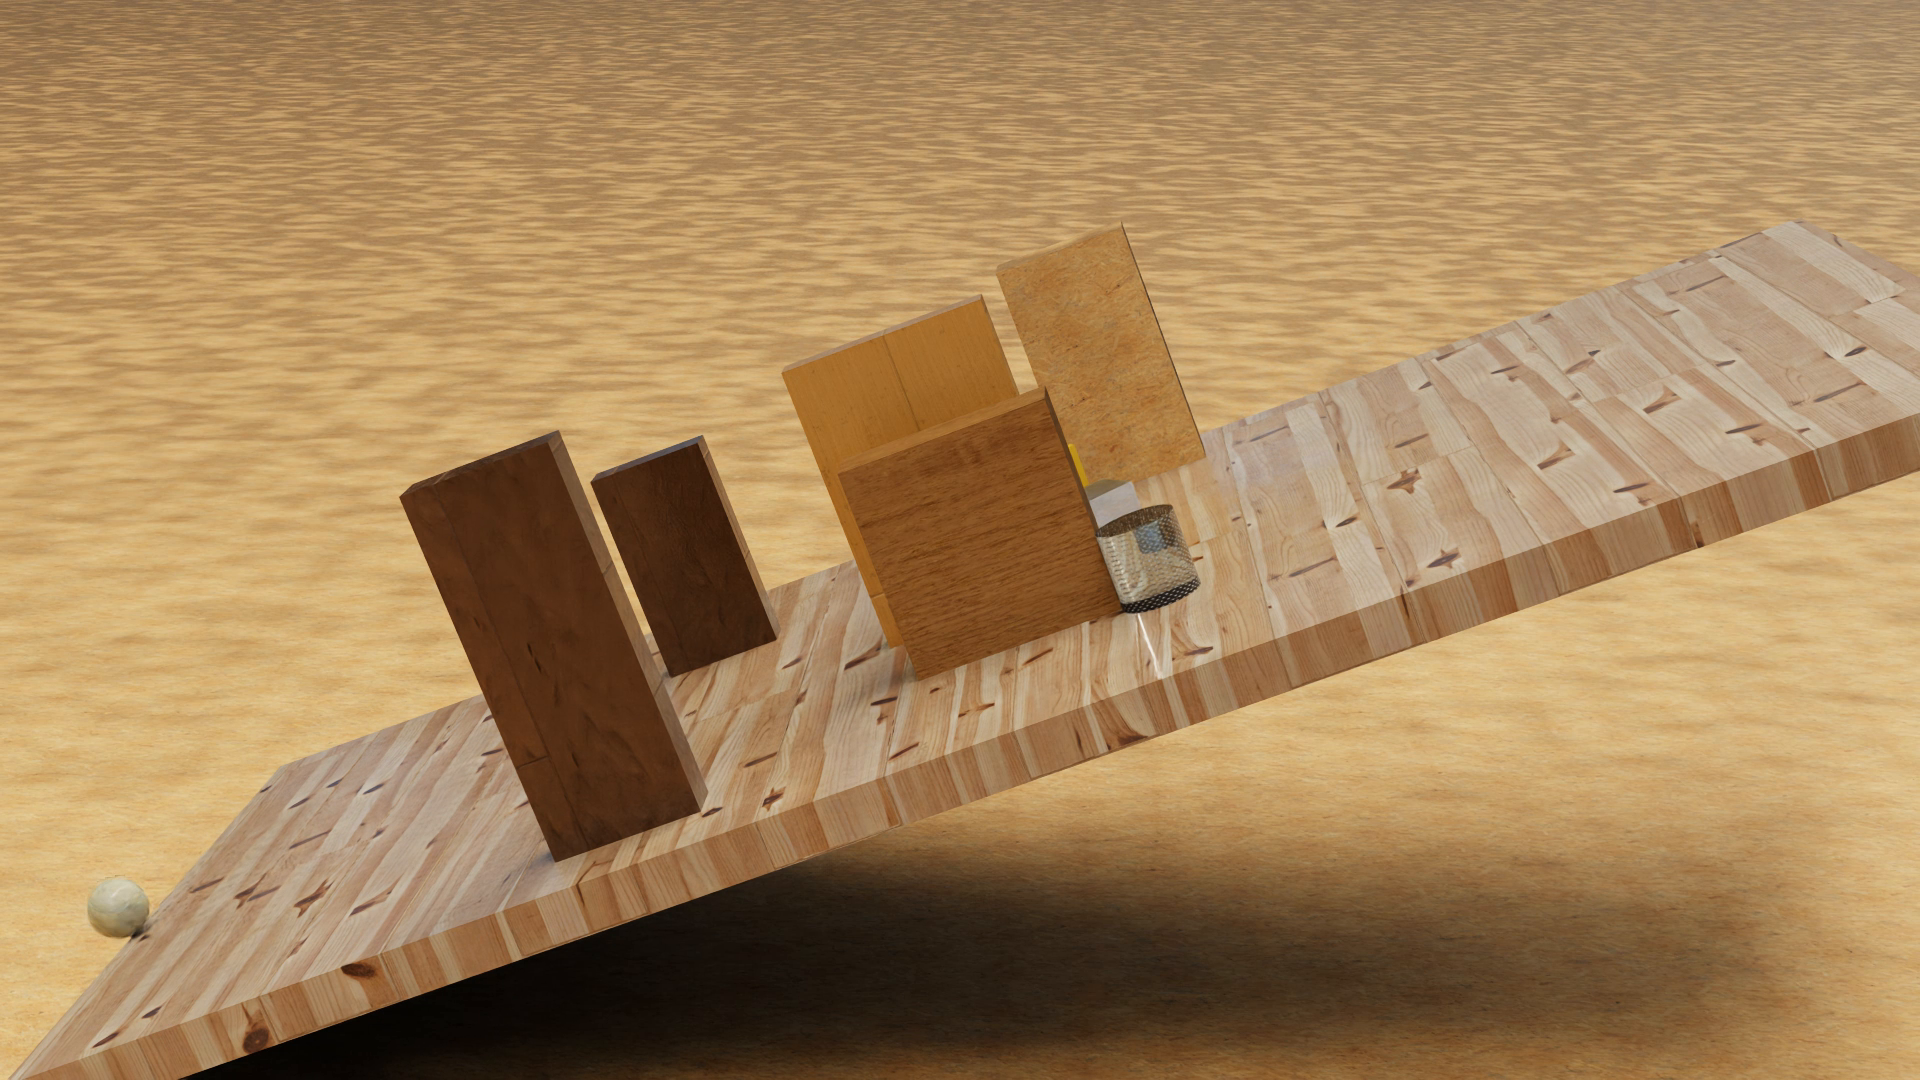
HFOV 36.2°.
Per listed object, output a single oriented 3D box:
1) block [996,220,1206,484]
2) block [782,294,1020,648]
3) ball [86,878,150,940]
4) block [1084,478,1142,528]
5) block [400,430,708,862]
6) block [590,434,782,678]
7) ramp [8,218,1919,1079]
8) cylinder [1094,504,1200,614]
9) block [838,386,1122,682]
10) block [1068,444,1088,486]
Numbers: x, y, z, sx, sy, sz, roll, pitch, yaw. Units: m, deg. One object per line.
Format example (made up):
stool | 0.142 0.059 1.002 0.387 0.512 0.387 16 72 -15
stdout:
block | 0.334 -0.423 6.954 0.311 0.579 0.143 -20 12 7
block | -0.052 -0.143 6.213 0.444 0.635 0.084 -20 12 7
ball | -1.807 0.791 6.313 0.131 0.131 0.131 0 13 0
block | 0.300 -0.034 6.315 0.146 0.146 0.146 -26 12 -20
block | -0.763 0.204 5.572 0.300 0.761 0.119 -20 12 7
block | -0.628 0.038 6.766 0.264 0.492 0.098 -20 12 7
ramp | 0.118 0.176 6.295 4.000 0.100 2.000 -20 12 7
cylinder | 0.372 0.037 5.818 0.164 0.164 0.164 -20 12 4
block | 0.044 -0.014 5.908 0.437 0.453 0.148 -20 12 7
block | 0.156 -0.069 6.583 0.205 0.205 0.205 -11 15 42
